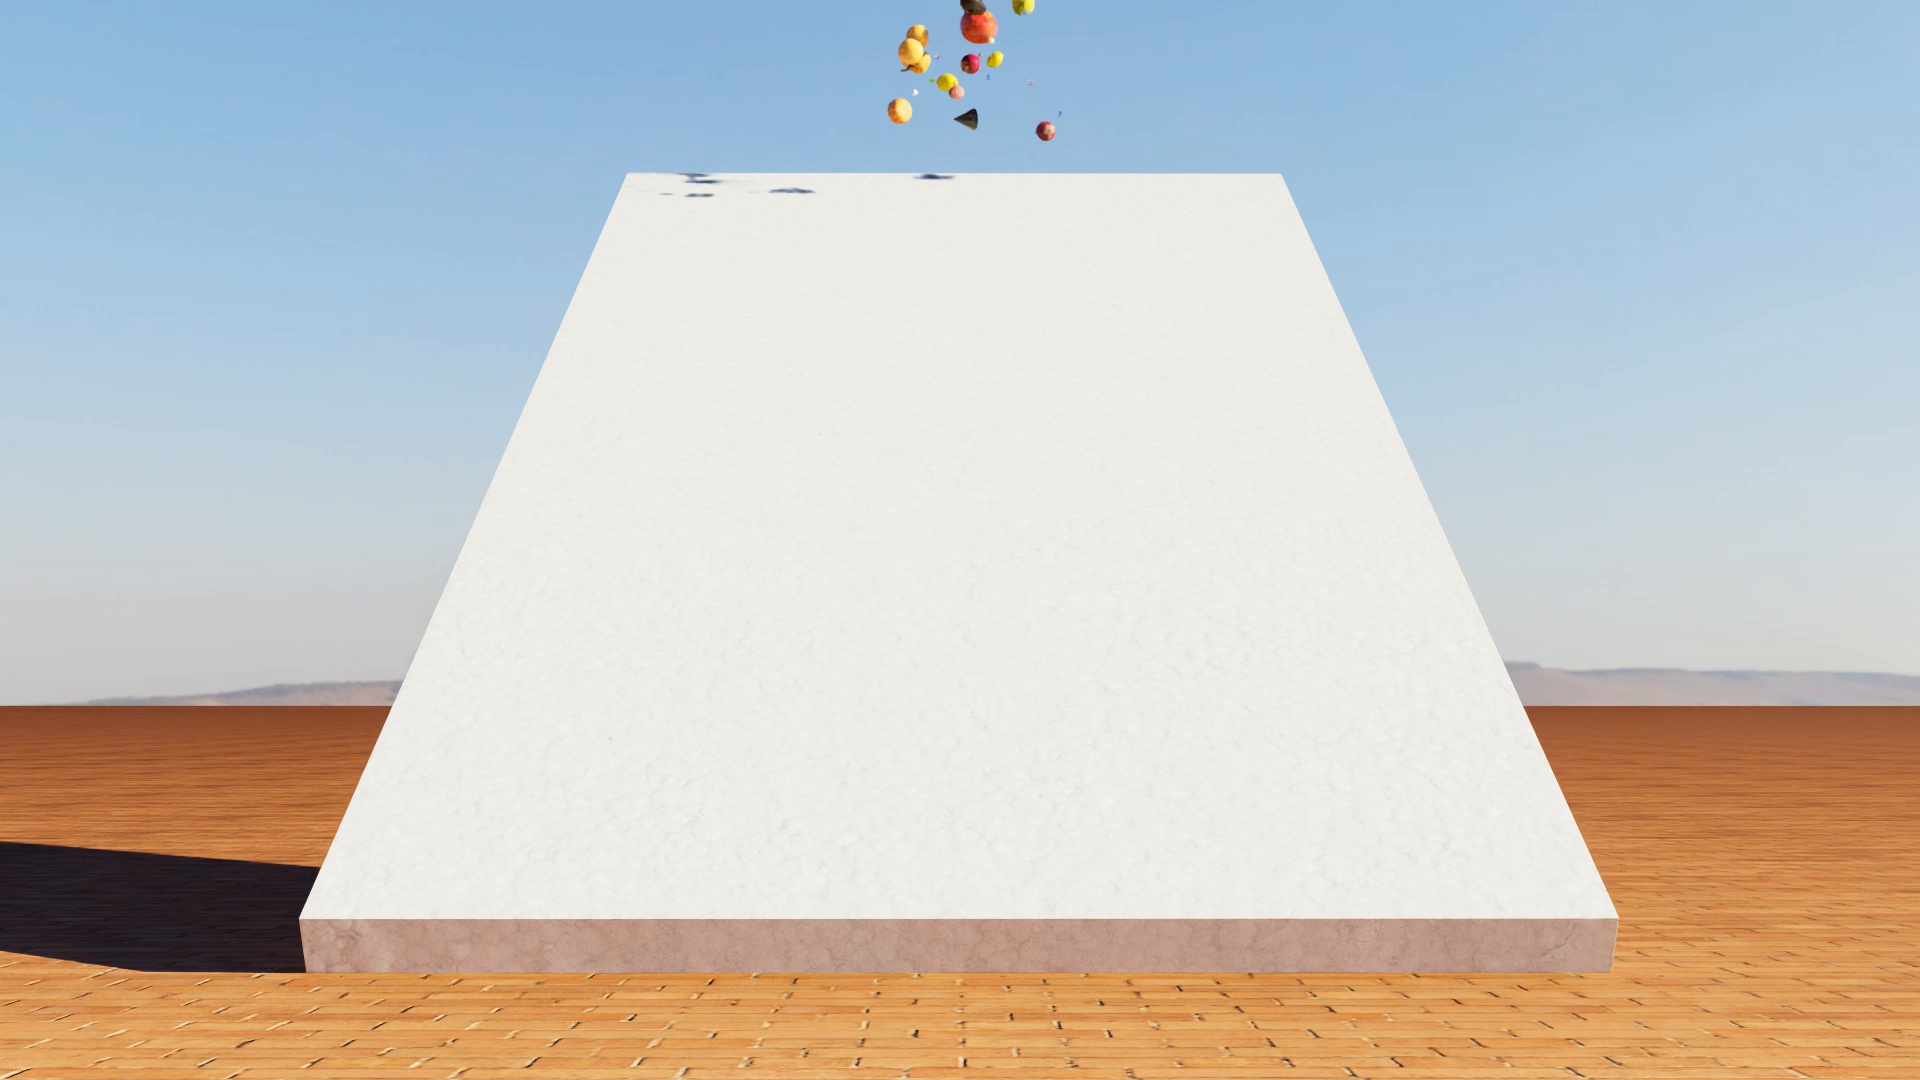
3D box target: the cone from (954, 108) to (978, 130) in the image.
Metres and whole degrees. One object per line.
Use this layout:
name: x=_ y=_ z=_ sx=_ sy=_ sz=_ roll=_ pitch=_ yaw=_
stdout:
cone: x=0.010 y=-1.232 z=6.862 sx=0.066 sy=0.066 sz=0.066 roll=-4 pitch=-2 yaw=-20

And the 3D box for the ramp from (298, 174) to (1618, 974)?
ramp: x=-0.009 y=-0.229 z=5.381 sx=2.000 sy=0.100 sz=4.000 roll=0 pitch=25 yaw=0
